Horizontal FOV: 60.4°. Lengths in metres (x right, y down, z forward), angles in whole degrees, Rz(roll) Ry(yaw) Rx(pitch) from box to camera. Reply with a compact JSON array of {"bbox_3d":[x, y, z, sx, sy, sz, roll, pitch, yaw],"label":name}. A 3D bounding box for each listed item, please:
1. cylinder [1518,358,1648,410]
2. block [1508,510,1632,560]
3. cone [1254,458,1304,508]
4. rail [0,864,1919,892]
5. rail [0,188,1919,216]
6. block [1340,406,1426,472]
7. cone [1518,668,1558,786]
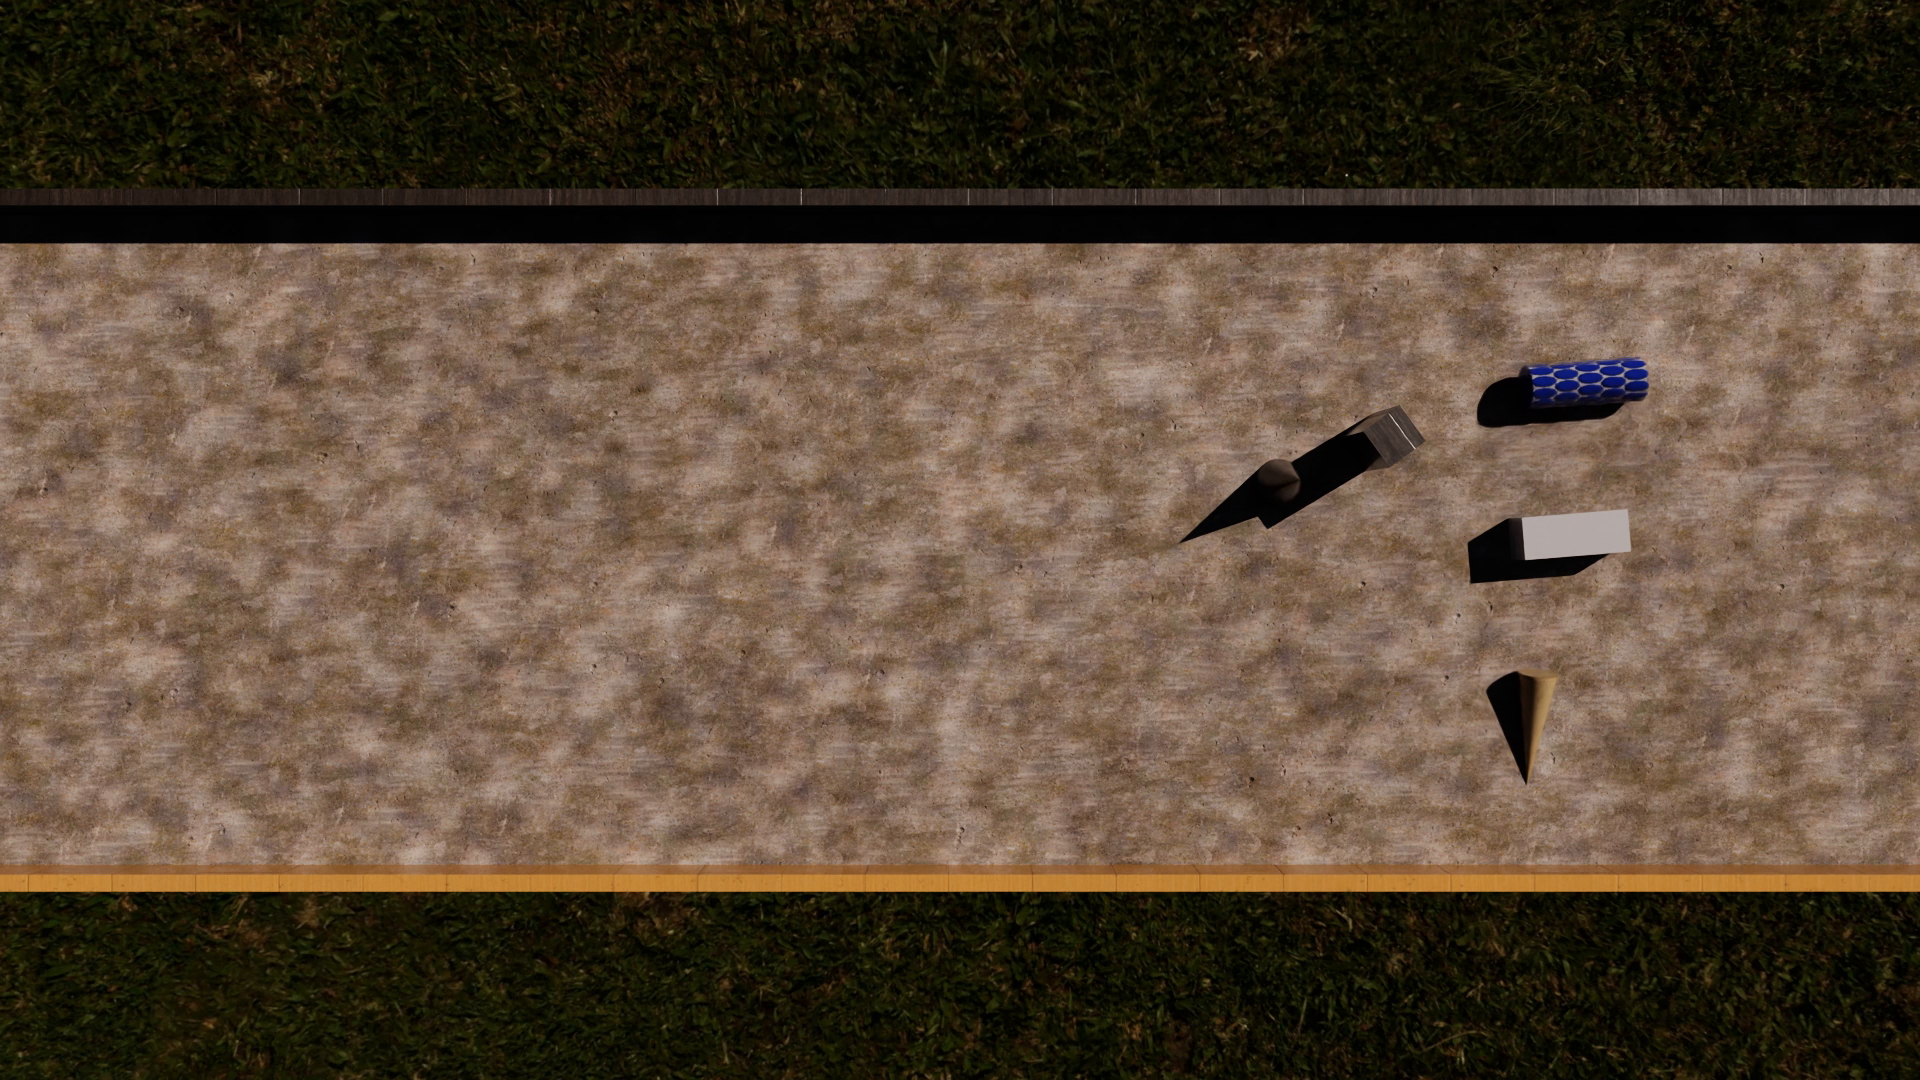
[{"bbox_3d":[1.891,-0.473,5.011,0.348,0.131,0.131,-4,90,0],"label":"cylinder"},{"bbox_3d":[1.850,-0.016,5.013,0.319,0.128,0.128,-5,90,0],"label":"block"},{"bbox_3d":[0.981,-0.174,4.916,0.151,0.321,0.151,0,90,0],"label":"cone"},{"bbox_3d":[-2.247,1.025,5.001,12.000,0.150,0.050,0,90,0],"label":"rail"},{"bbox_3d":[-2.247,-1.025,5.002,12.000,0.150,0.050,0,90,0],"label":"rail"},{"bbox_3d":[1.258,-0.300,4.924,0.129,0.305,0.129,-36,90,0],"label":"block"},{"bbox_3d":[1.751,0.583,5.047,0.117,0.117,0.360,2,99,0],"label":"cone"}]
